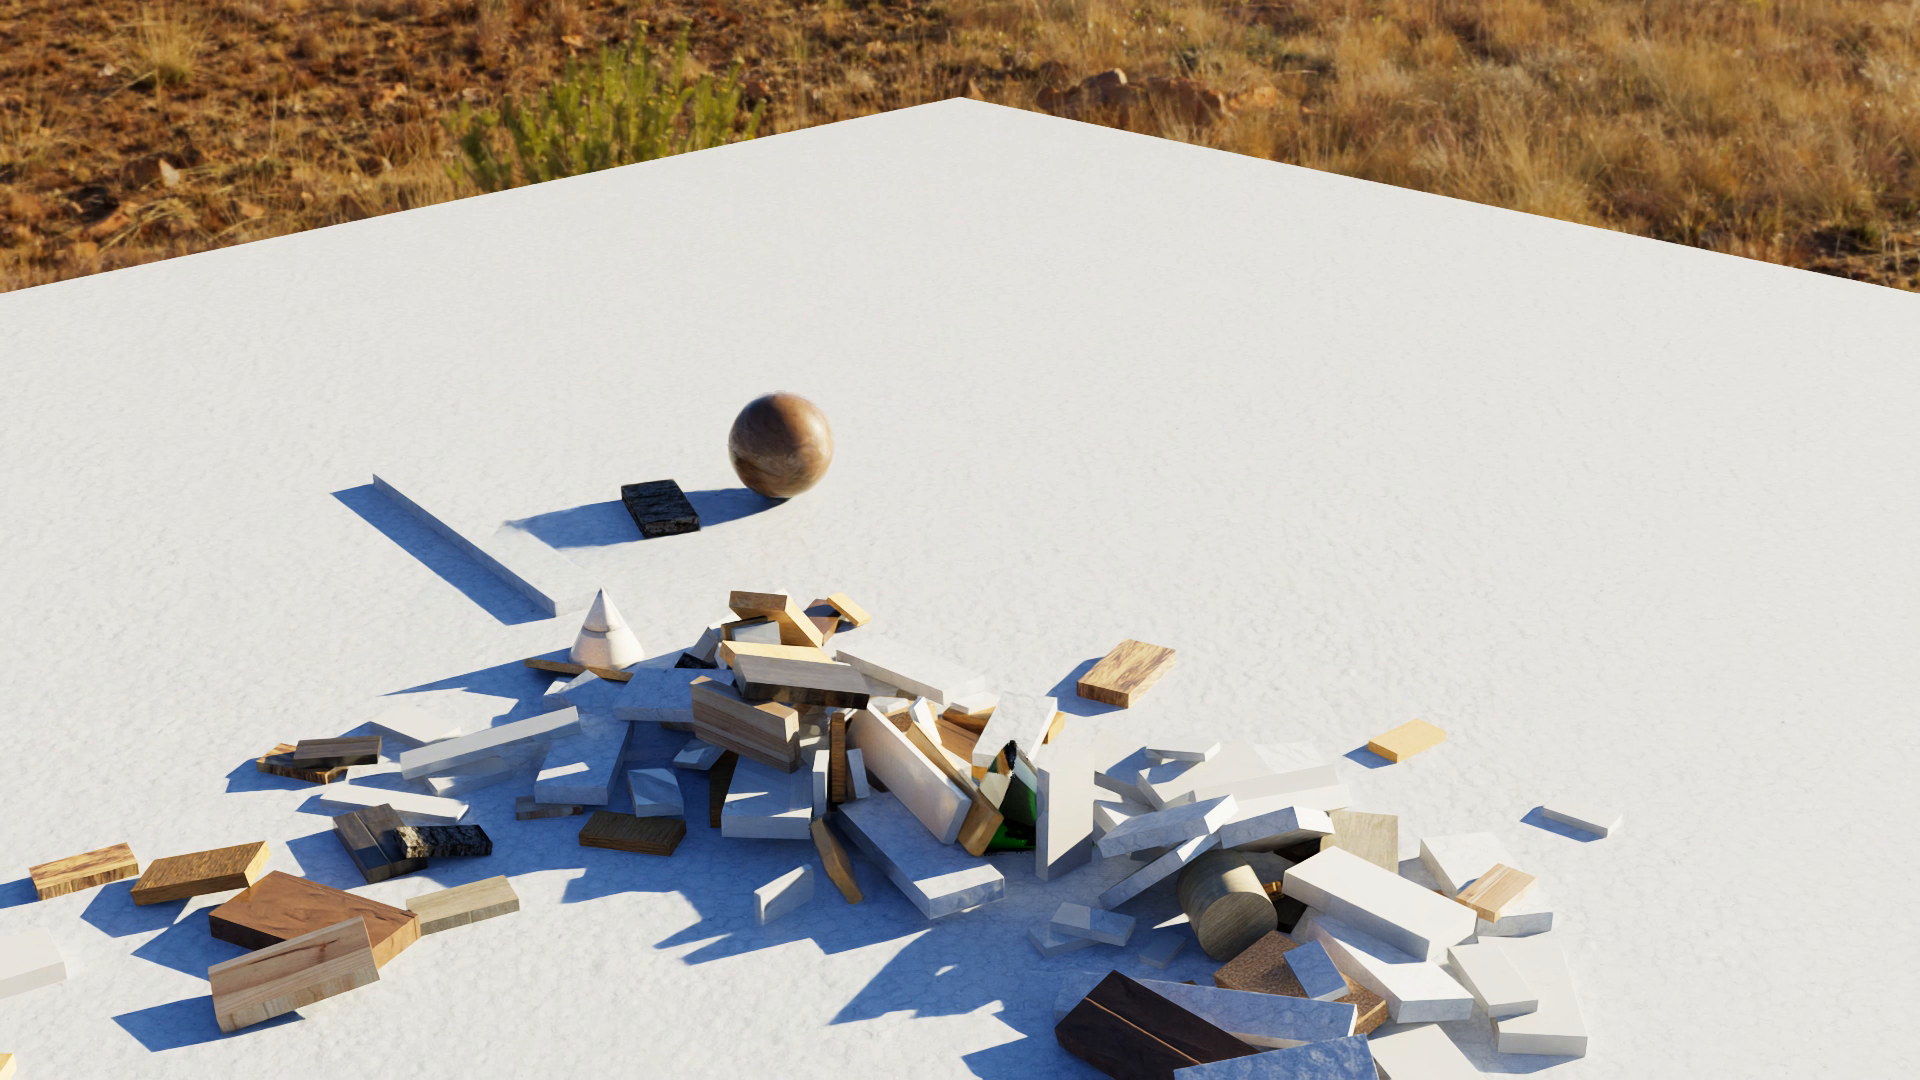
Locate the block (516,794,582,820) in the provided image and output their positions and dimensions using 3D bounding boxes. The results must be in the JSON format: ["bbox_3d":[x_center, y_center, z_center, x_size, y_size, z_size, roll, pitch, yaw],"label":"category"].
[{"bbox_3d":[-0.834,0.539,4.466,0.131,0.019,0.066,-4,23,-10],"label":"block"}]

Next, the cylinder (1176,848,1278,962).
[{"bbox_3d":[0.485,0.665,4.004,0.148,0.148,0.148,-4,23,-10],"label":"cylinder"}]

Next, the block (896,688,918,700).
[{"bbox_3d":[-0.115,0.367,4.846,0.052,0.015,0.104,26,20,-12],"label":"block"}]

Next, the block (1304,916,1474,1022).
[{"bbox_3d":[0.749,0.747,3.854,0.147,0.042,0.311,3,17,-23],"label":"block"}]

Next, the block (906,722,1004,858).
[{"bbox_3d":[-0.028,0.485,4.317,0.026,0.091,0.392,25,9,-32],"label":"block"}]

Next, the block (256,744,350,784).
[{"bbox_3d":[-1.380,0.470,4.622,0.170,0.024,0.085,8,24,18],"label":"block"}]

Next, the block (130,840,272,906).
[{"bbox_3d":[-1.438,0.631,4.168,0.230,0.033,0.115,-10,22,8],"label":"block"}]

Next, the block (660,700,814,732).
[{"bbox_3d":[-0.474,0.353,4.631,0.387,0.037,0.130,1,39,44],"label":"block"}]

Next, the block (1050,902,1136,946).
[{"bbox_3d":[0.244,0.703,4.027,0.142,0.020,0.071,9,25,20],"label":"block"}]

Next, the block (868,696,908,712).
[{"bbox_3d":[-0.162,0.346,4.620,0.053,0.015,0.106,-17,10,-36],"label":"block"}]

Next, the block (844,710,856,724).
[{"bbox_3d":[-0.306,0.362,4.649,0.191,0.027,0.095,-3,32,40],"label":"block"}]

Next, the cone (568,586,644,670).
[{"bbox_3d":[-0.825,0.188,5.090,0.178,0.178,0.178,0,23,0],"label":"cone"}]

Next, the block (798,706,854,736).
[{"bbox_3d":[-0.307,0.361,4.568,0.092,0.026,0.184,-40,24,-29],"label":"block"}]

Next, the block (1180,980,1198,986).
[{"bbox_3d":[0.361,0.810,3.827,0.142,0.020,0.071,-10,25,-23],"label":"block"}]

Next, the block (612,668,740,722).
[{"bbox_3d":[-0.597,0.328,4.660,0.258,0.037,0.129,0,37,27],"label":"block"}]

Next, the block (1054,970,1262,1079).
[{"bbox_3d":[0.374,0.862,3.604,0.449,0.044,0.156,23,49,40],"label":"block"}]

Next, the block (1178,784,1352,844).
[{"bbox_3d":[0.583,0.527,4.229,0.314,0.044,0.157,-5,-16,-32],"label":"block"}]

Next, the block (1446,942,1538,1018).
[{"bbox_3d":[0.925,0.763,3.824,0.090,0.025,0.179,-4,23,-10],"label":"block"}]

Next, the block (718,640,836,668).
[{"bbox_3d":[-0.384,0.262,4.704,0.236,0.033,0.118,6,17,-34],"label":"block"}]

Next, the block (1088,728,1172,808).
[{"bbox_3d":[0.417,0.490,4.451,0.347,0.036,0.128,20,39,18],"label":"block"}]

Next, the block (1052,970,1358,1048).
[{"bbox_3d":[0.412,0.801,3.733,0.510,0.025,0.090,2,39,22],"label":"block"}]

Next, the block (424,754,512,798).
[{"bbox_3d":[-1.022,0.492,4.573,0.161,0.023,0.081,-14,27,-30],"label":"block"}]

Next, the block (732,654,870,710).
[{"bbox_3d":[-0.325,0.289,4.489,0.259,0.037,0.130,7,21,-19],"label":"block"}]

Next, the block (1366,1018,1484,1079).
[{"bbox_3d":[0.863,0.998,3.357,0.144,0.041,0.943,-7,24,-16],"label":"block"}]

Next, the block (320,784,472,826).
[{"bbox_3d":[-1.148,0.537,4.471,0.303,0.019,0.066,6,24,14],"label":"block"}]

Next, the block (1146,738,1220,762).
[{"bbox_3d":[0.451,0.424,4.452,0.134,0.019,0.067,1,16,33],"label":"block"}]

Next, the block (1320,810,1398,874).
[{"bbox_3d":[0.764,0.613,4.215,0.147,0.042,0.293,4,24,9],"label":"block"}]

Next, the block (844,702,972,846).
[{"bbox_3d":[-0.109,0.458,4.369,0.027,0.095,0.442,16,13,-34],"label":"block"}]

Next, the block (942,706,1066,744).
[{"bbox_3d":[0.096,0.390,4.776,0.239,0.034,0.120,8,16,18],"label":"block"}]

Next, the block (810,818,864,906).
[{"bbox_3d":[-0.236,0.613,4.199,0.026,0.091,0.182,-33,27,0],"label":"block"}]

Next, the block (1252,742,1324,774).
[{"bbox_3d":[0.596,0.481,4.574,0.313,0.041,0.146,-3,23,-7],"label":"block"}]

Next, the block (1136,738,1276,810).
[{"bbox_3d":[0.498,0.484,4.410,0.257,0.036,0.128,-14,41,-25],"label":"block"}]

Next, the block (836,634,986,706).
[{"bbox_3d":[-0.116,0.292,4.978,0.120,0.034,0.387,-18,23,-37],"label":"block"}]

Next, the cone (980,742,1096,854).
[{"bbox_3d":[0.164,0.554,4.317,0.242,0.242,0.242,25,21,-9],"label":"cone"}]

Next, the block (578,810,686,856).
[{"bbox_3d":[-0.648,0.581,4.358,0.189,0.027,0.094,5,24,12],"label":"block"}]

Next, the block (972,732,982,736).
[{"bbox_3d":[0.021,0.427,4.735,0.104,0.015,0.052,12,26,26],"label":"block"}]

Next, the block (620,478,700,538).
[{"bbox_3d":[-0.808,-0.086,5.910,0.147,0.042,0.294,-8,24,-18],"label":"block"}]

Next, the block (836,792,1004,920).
[{"bbox_3d":[-0.081,0.598,4.234,0.157,0.044,0.391,-12,26,-26],"label":"block"}]

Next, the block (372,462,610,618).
[{"bbox_3d":[-1.244,-0.017,5.747,0.147,0.042,1.080,-16,28,-34],"label":"block"}]

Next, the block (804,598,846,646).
[{"bbox_3d":[-0.336,0.196,5.265,0.093,0.026,0.196,7,24,16],"label":"block"}]

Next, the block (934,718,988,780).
[{"bbox_3d":[0.006,0.444,4.658,0.268,0.026,0.092,21,38,38],"label":"block"}]

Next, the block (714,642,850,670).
[{"bbox_3d":[-0.374,0.283,4.772,0.302,0.033,0.118,11,15,-20],"label":"block"}]

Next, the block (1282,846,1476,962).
[{"bbox_3d":[0.759,0.657,3.990,0.311,0.044,0.156,22,27,39],"label":"block"}]

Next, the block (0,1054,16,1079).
[{"bbox_3d":[-1.693,0.891,3.618,0.230,0.033,0.115,0,23,1],"label":"block"}]

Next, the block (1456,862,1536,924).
[{"bbox_3d":[0.996,0.654,4.083,0.080,0.023,0.160,19,29,37],"label":"block"}]

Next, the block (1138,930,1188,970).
[{"bbox_3d":[0.368,0.743,3.991,0.049,0.014,0.097,14,27,30],"label":"block"}]

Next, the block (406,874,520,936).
[{"bbox_3d":[-0.931,0.683,4.116,0.189,0.027,0.094,-12,26,-25],"label":"block"}]

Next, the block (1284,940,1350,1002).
[{"bbox_3d":[0.611,0.744,3.776,0.067,0.019,0.134,-21,29,-4],"label":"block"}]

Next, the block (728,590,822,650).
[{"bbox_3d":[-0.415,0.184,4.994,0.129,0.037,0.368,4,-15,10],"label":"block"}]

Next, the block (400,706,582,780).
[{"bbox_3d":[-0.984,0.425,4.613,0.375,0.023,0.081,-15,25,-10],"label":"block"}]

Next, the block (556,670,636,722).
[{"bbox_3d":[-0.789,0.357,4.827,0.185,0.026,0.093,26,47,32],"label":"block"}]

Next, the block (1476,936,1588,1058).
[{"bbox_3d":[0.994,0.793,3.838,0.146,0.041,0.292,2,23,5],"label":"block"}]

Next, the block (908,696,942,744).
[{"bbox_3d":[-0.073,0.383,4.535,0.015,0.106,0.053,-14,16,27],"label":"block"}]

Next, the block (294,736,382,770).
[{"bbox_3d":[-1.306,0.445,4.618,0.170,0.024,0.085,-3,23,-7],"label":"block"}]
